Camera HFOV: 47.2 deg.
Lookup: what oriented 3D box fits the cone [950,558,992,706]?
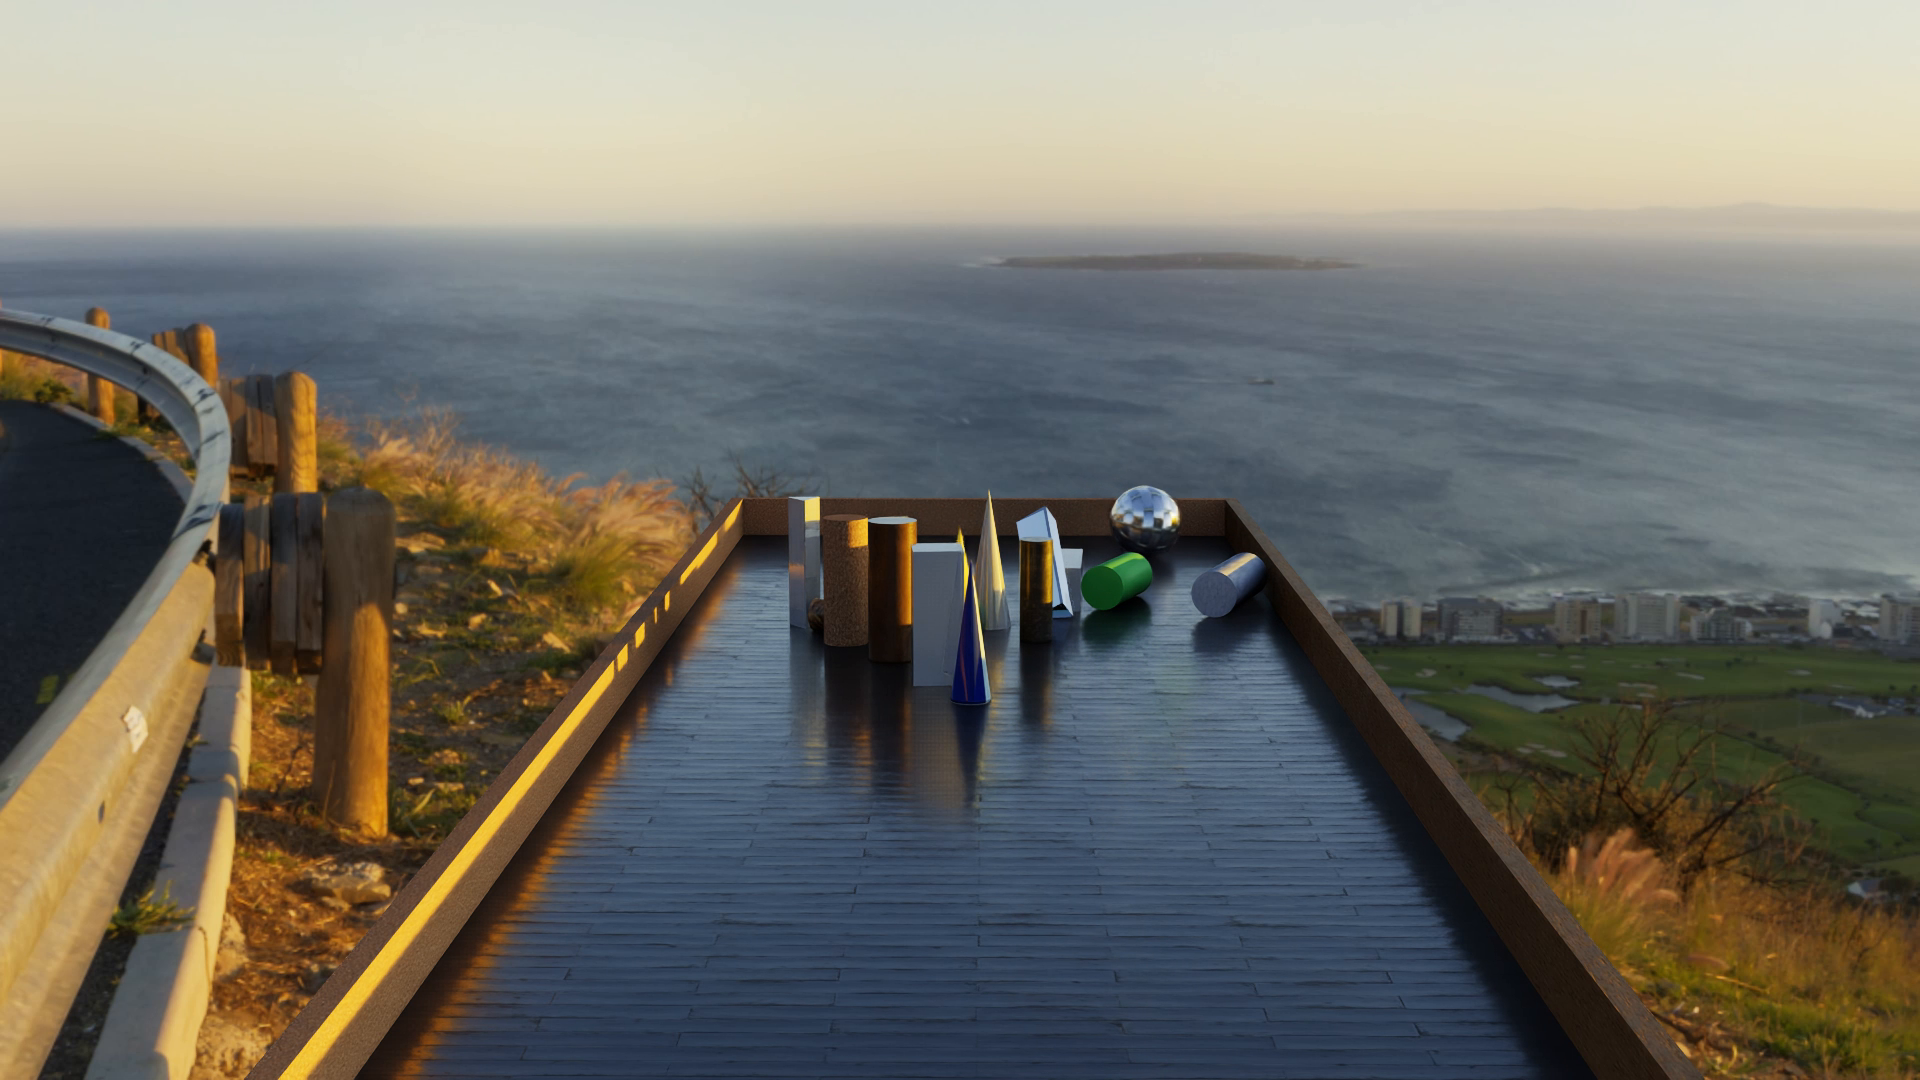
[{"bbox_3d":[0.030,0.250,6.139,0.115,0.405,0.115,0,9,0],"label":"cone"}]

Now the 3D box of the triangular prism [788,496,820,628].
[{"bbox_3d":[-0.498,0.070,7.216,0.086,0.422,0.100,-6,11,-34],"label":"triangular prism"}]

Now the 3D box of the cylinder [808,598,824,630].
[{"bbox_3d":[-0.326,0.250,7.101,0.315,0.104,0.104,4,10,21],"label":"cylinder"}]

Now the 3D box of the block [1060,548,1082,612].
[{"bbox_3d":[0.349,0.137,7.669,0.149,0.149,0.406,1,9,4],"label":"block"}]

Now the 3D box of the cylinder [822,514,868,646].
[{"bbox_3d":[-0.361,0.126,6.937,0.141,0.399,0.141,0,9,0],"label":"cylinder"}]

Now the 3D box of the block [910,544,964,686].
[{"bbox_3d":[-0.066,0.215,6.394,0.147,0.393,0.147,-1,9,-4],"label":"block"}]

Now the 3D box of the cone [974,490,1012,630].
[{"bbox_3d":[0.094,0.057,7.197,0.149,0.455,0.149,0,9,0],"label":"cone"}]

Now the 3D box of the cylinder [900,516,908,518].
[{"bbox_3d":[-0.234,0.100,7.222,0.164,0.341,0.164,-6,2,0],"label":"cylinder"}]

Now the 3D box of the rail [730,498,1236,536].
[{"bbox_3d":[0.099,-0.098,9.147,2.100,0.150,0.050,0,9,1],"label":"rail"}]

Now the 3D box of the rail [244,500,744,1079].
[{"bbox_3d":[-1.004,0.839,3.234,0.050,0.150,12.000,0,9,1],"label":"rail"}]

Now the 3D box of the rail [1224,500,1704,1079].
[{"bbox_3d":[1.046,0.843,3.208,0.050,0.150,12.000,0,9,1],"label":"rail"}]

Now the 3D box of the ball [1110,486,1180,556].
[{"bbox_3d":[0.722,-0.073,8.588,0.277,0.277,0.277,0,9,0],"label":"ball"}]

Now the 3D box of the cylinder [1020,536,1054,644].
[{"bbox_3d":[0.241,0.159,6.960,0.105,0.328,0.105,0,9,0],"label":"cylinder"}]

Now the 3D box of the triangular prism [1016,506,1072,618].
[{"bbox_3d":[0.308,0.085,7.411,0.120,0.355,0.138,14,-32,-42],"label":"triangular prism"}]

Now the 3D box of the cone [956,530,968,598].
[{"bbox_3d":[-0.001,0.149,6.800,0.148,0.396,0.148,0,9,0],"label":"cone"}]

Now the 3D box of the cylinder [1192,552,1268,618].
[{"bbox_3d":[0.928,0.152,7.550,0.157,0.157,0.416,4,10,22],"label":"cylinder"}]

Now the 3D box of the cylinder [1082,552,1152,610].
[{"bbox_3d":[0.546,0.141,7.629,0.153,0.153,0.309,4,10,23],"label":"cylinder"}]

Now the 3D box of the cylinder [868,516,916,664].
[{"bbox_3d":[-0.205,0.153,6.675,0.149,0.429,0.149,0,9,0],"label":"cylinder"}]
